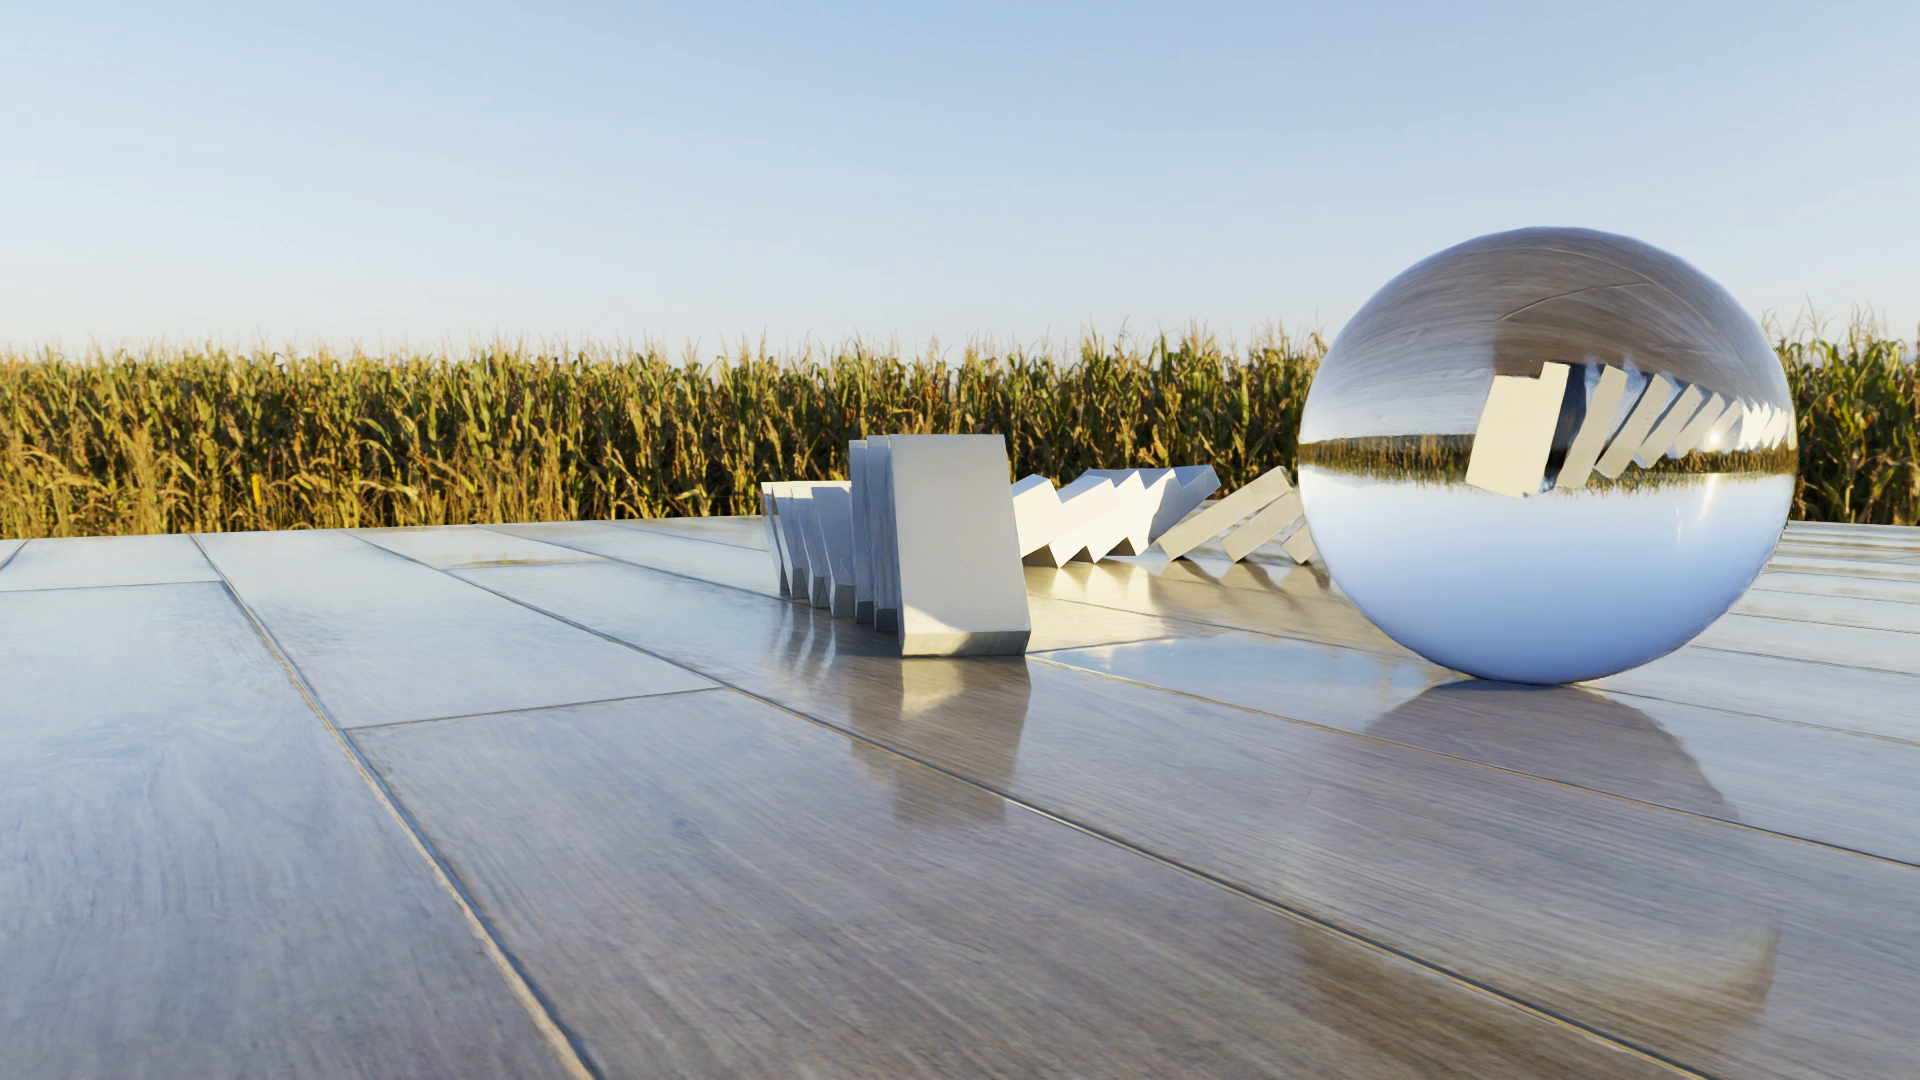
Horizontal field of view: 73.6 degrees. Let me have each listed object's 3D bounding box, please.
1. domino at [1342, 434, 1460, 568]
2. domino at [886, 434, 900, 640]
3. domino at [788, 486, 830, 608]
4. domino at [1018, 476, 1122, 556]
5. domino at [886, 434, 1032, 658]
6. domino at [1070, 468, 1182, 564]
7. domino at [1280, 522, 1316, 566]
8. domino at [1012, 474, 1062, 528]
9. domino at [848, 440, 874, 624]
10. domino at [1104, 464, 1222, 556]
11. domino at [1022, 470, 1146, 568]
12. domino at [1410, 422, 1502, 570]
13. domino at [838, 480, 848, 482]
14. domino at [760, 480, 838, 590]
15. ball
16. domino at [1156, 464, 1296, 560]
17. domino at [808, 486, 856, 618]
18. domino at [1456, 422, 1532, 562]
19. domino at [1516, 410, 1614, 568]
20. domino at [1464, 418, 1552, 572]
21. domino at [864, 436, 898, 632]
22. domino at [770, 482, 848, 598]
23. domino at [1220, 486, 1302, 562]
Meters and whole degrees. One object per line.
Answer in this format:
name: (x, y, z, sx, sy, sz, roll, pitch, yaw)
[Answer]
domino: (0.154, -0.014, 0.447, 0.009, 0.050, 0.025, 38, 15, 13)
domino: (-0.002, -0.001, 0.280, 0.025, 0.050, 0.010, -1, -35, -8)
domino: (-0.032, 0.001, 0.356, 0.025, 0.009, 0.050, -1, 30, -15)
domino: (0.028, -0.006, 0.436, 0.050, 0.010, 0.025, -28, 11, -8)
domino: (-0.001, 0.000, 0.268, 0.025, 0.050, 0.009, -1, -35, -8)
domino: (0.056, -0.010, 0.474, 0.050, 0.009, 0.025, -37, 23, -29)
domino: (0.137, -0.012, 0.455, 0.050, 0.010, 0.025, -46, -11, 17)
domino: (0.007, -0.006, 0.432, 0.050, 0.010, 0.025, -27, 11, -5)
domino: (-0.014, -0.003, 0.316, 0.025, 0.050, 0.010, -1, -38, -8)
domino: (0.073, -0.011, 0.488, 0.050, 0.009, 0.025, -37, 19, -28)
domino: (0.041, -0.008, 0.460, 0.050, 0.009, 0.025, -39, 26, -31)
domino: (0.170, -0.015, 0.440, 0.010, 0.050, 0.025, 24, 11, 16)
domino: (-0.044, -0.004, 0.422, 0.025, 0.010, 0.050, 0, 29, -5)
domino: (-0.046, -0.002, 0.398, 0.025, 0.009, 0.050, -2, 30, -16)
ball: (0.101, -0.015, 0.227, 0.080, 0.080, 0.080, 0, 4, 0)
domino: (0.098, -0.010, 0.470, 0.050, 0.009, 0.025, -33, -7, 18)
domino: (-0.024, 0.002, 0.335, 0.025, 0.010, 0.050, -1, 31, -14)
domino: (0.194, -0.017, 0.465, 0.025, 0.050, 0.010, -1, 4, -16)
domino: (0.205, -0.018, 0.443, 0.025, 0.050, 0.009, 13, 6, 7)
domino: (0.185, -0.016, 0.435, 0.010, 0.050, 0.025, 13, 6, 7)
domino: (-0.009, -0.002, 0.304, 0.025, 0.050, 0.010, -1, -35, -8)
domino: (-0.040, -0.001, 0.377, 0.025, 0.009, 0.050, -2, 30, -15)
domino: (0.118, -0.011, 0.463, 0.050, 0.009, 0.025, -38, -9, 19)
